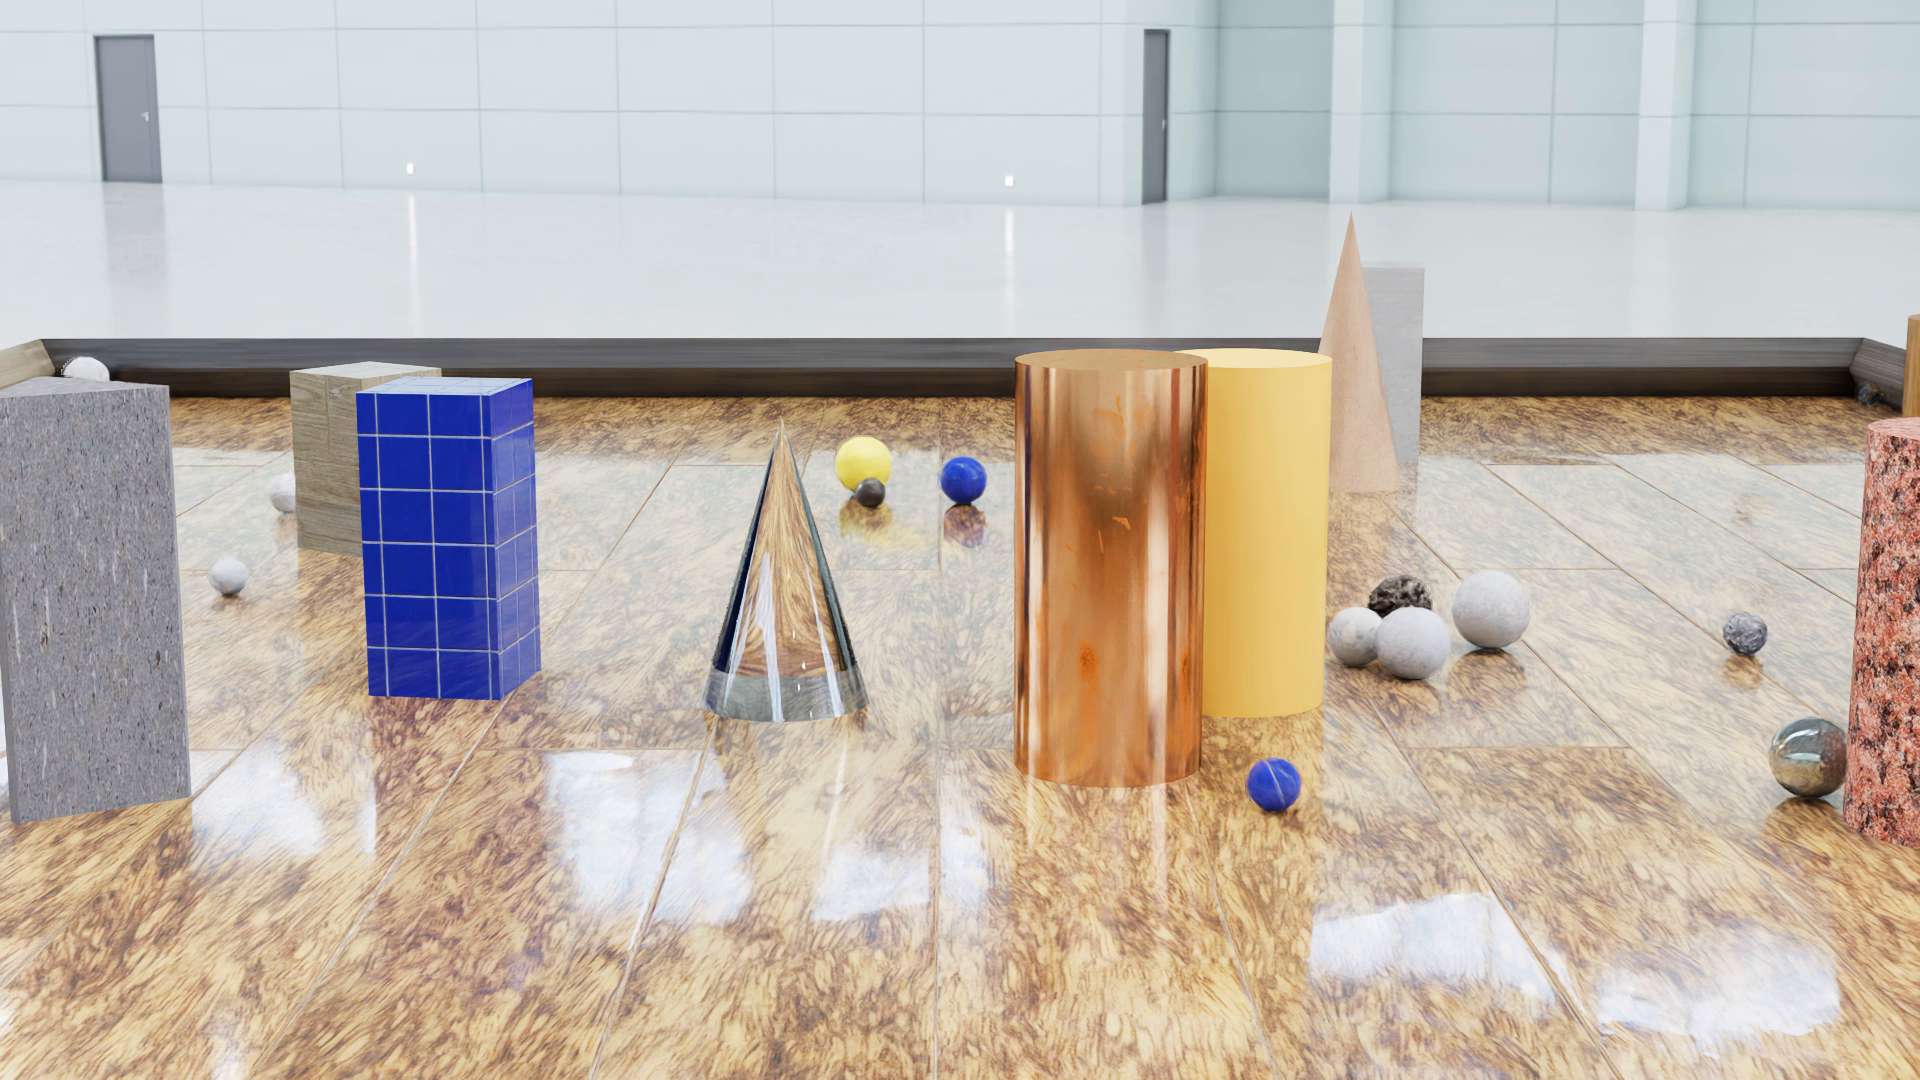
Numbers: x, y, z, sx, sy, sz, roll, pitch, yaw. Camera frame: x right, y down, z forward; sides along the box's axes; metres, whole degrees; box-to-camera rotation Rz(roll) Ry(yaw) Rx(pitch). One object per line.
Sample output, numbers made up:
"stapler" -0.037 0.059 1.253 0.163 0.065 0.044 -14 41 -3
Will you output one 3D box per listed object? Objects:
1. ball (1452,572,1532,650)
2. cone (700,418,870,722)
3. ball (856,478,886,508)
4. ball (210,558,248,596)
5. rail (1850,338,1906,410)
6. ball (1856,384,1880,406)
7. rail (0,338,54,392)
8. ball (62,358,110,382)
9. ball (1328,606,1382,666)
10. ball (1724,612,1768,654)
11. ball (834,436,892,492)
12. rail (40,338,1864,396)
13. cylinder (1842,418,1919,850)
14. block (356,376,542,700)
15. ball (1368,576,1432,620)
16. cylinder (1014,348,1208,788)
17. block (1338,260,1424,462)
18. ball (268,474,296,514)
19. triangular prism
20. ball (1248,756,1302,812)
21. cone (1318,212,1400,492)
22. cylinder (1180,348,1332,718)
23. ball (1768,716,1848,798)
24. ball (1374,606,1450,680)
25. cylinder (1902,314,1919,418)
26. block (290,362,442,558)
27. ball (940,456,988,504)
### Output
"ball" 0.671 0.089 3.238 0.099 0.099 0.099 0 10 0
"cone" -0.203 0.023 2.951 0.199 0.333 0.199 0 10 0
"ball" -0.148 -0.079 4.274 0.051 0.051 0.051 0 10 0
"ball" -1.018 0.051 3.571 0.052 0.052 0.052 0 10 0
"rail" 2.004 0.031 3.460 0.045 0.129 4.598 0 10 0
"ball" 1.966 -0.313 5.549 0.049 0.049 0.049 0 10 0
"rail" -2.004 0.035 3.437 0.045 0.129 4.598 0 10 0
"ball" -1.910 -0.350 5.609 0.099 0.099 0.099 0 10 0
"ball" 0.488 0.118 3.150 0.073 0.073 0.073 0 10 0
"ball" 0.984 0.117 3.212 0.053 0.053 0.053 0 10 0
"ball" -0.166 -0.128 4.410 0.099 0.099 0.099 0 10 0
"rail" -0.013 -0.381 5.686 4.055 0.129 0.045 0 10 0
"cylinder" 0.963 0.087 2.459 0.199 0.386 0.199 0 10 0
"block" -0.602 -0.005 3.038 0.159 0.357 0.159 2 11 8
"ball" 0.565 0.087 3.297 0.081 0.081 0.081 0 10 0
"cylinder" 0.156 0.025 2.679 0.199 0.428 0.199 0 10 0
"block" 0.786 -0.338 4.826 0.159 0.360 0.159 2 11 8
"ball" -1.103 -0.076 4.219 0.066 0.066 0.066 0 10 0
"triangular prism" -0.889 0.051 2.569 0.172 0.416 0.149 -7 12 -32
"ball" 0.311 0.241 2.538 0.053 0.053 0.053 0 10 0
"cone" 0.678 -0.336 4.488 0.199 0.480 0.199 0 10 0
"cylinder" 0.324 -0.012 2.964 0.199 0.397 0.199 0 10 0
"ball" 0.856 0.219 2.583 0.081 0.081 0.081 0 10 0
"ball" 0.543 0.123 3.081 0.088 0.088 0.088 0 10 0
"cylinder" 1.413 -0.117 3.573 0.199 0.382 0.199 0 10 0
"block" -0.902 -0.125 3.919 0.159 0.271 0.159 7 13 34
"ball" 0.006 -0.102 4.317 0.081 0.081 0.081 0 10 0
